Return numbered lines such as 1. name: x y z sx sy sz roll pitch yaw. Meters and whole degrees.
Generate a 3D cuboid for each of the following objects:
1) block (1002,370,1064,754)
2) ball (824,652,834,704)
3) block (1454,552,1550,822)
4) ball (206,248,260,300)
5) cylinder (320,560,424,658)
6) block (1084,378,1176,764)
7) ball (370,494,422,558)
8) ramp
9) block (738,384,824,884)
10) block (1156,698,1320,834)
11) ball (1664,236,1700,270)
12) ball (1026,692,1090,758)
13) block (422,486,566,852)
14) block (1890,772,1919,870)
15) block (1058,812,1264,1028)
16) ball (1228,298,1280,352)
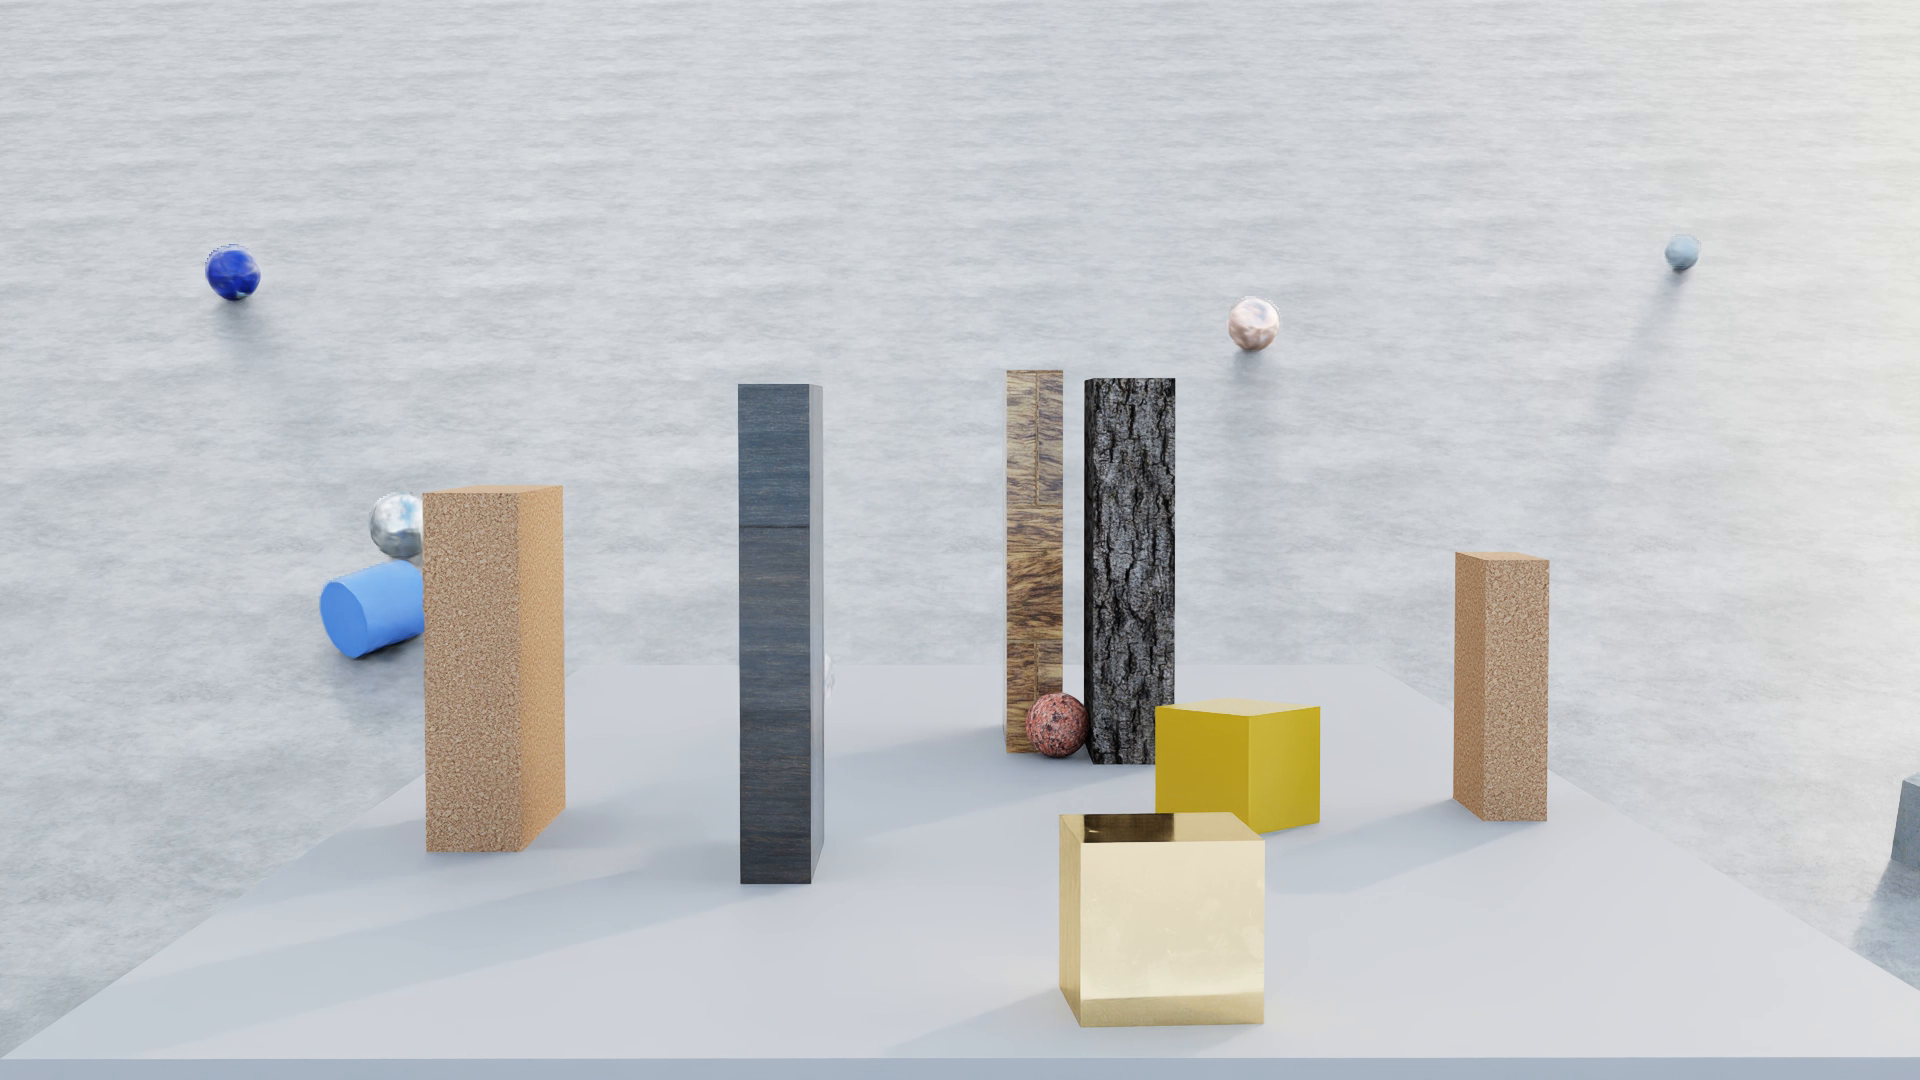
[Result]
1. block: 0.139 0.031 5.026 0.105 0.718 0.439 0 3 0
2. ball: -0.345 0.290 5.411 0.162 0.162 0.162 0 22 0
3. block: 0.865 0.229 4.123 0.099 0.408 0.245 0 3 0
4. ball: -2.764 -1.013 9.783 0.201 0.201 0.201 0 22 0
5. cylinder: -1.549 0.182 6.831 0.208 0.208 0.208 19 28 38
6. block: 0.314 0.049 4.818 0.147 0.700 0.346 0 3 0
7. ball: -1.607 -0.039 7.409 0.186 0.186 0.186 0 22 0
8. ramp: 0.051 0.464 4.534 2.000 0.100 4.000 0 3 0
9. block: -0.250 0.119 3.636 0.096 0.675 0.353 0 3 0
10. block: 0.431 0.349 3.993 0.181 0.181 0.181 3 4 44
11. ball: 2.857 -1.135 10.174 0.133 0.133 0.133 0 22 0
12. ball: 0.181 0.342 4.761 0.121 0.121 0.121 0 22 0
13. block: -0.706 0.182 3.931 0.138 0.521 0.423 0 3 0
14. block: 2.236 0.630 5.745 0.199 0.199 0.199 -17 28 -36
15. block: 0.213 0.403 2.758 0.192 0.192 0.192 0 3 -4
16. ball: 1.050 -0.770 9.204 0.187 0.187 0.187 0 22 0
